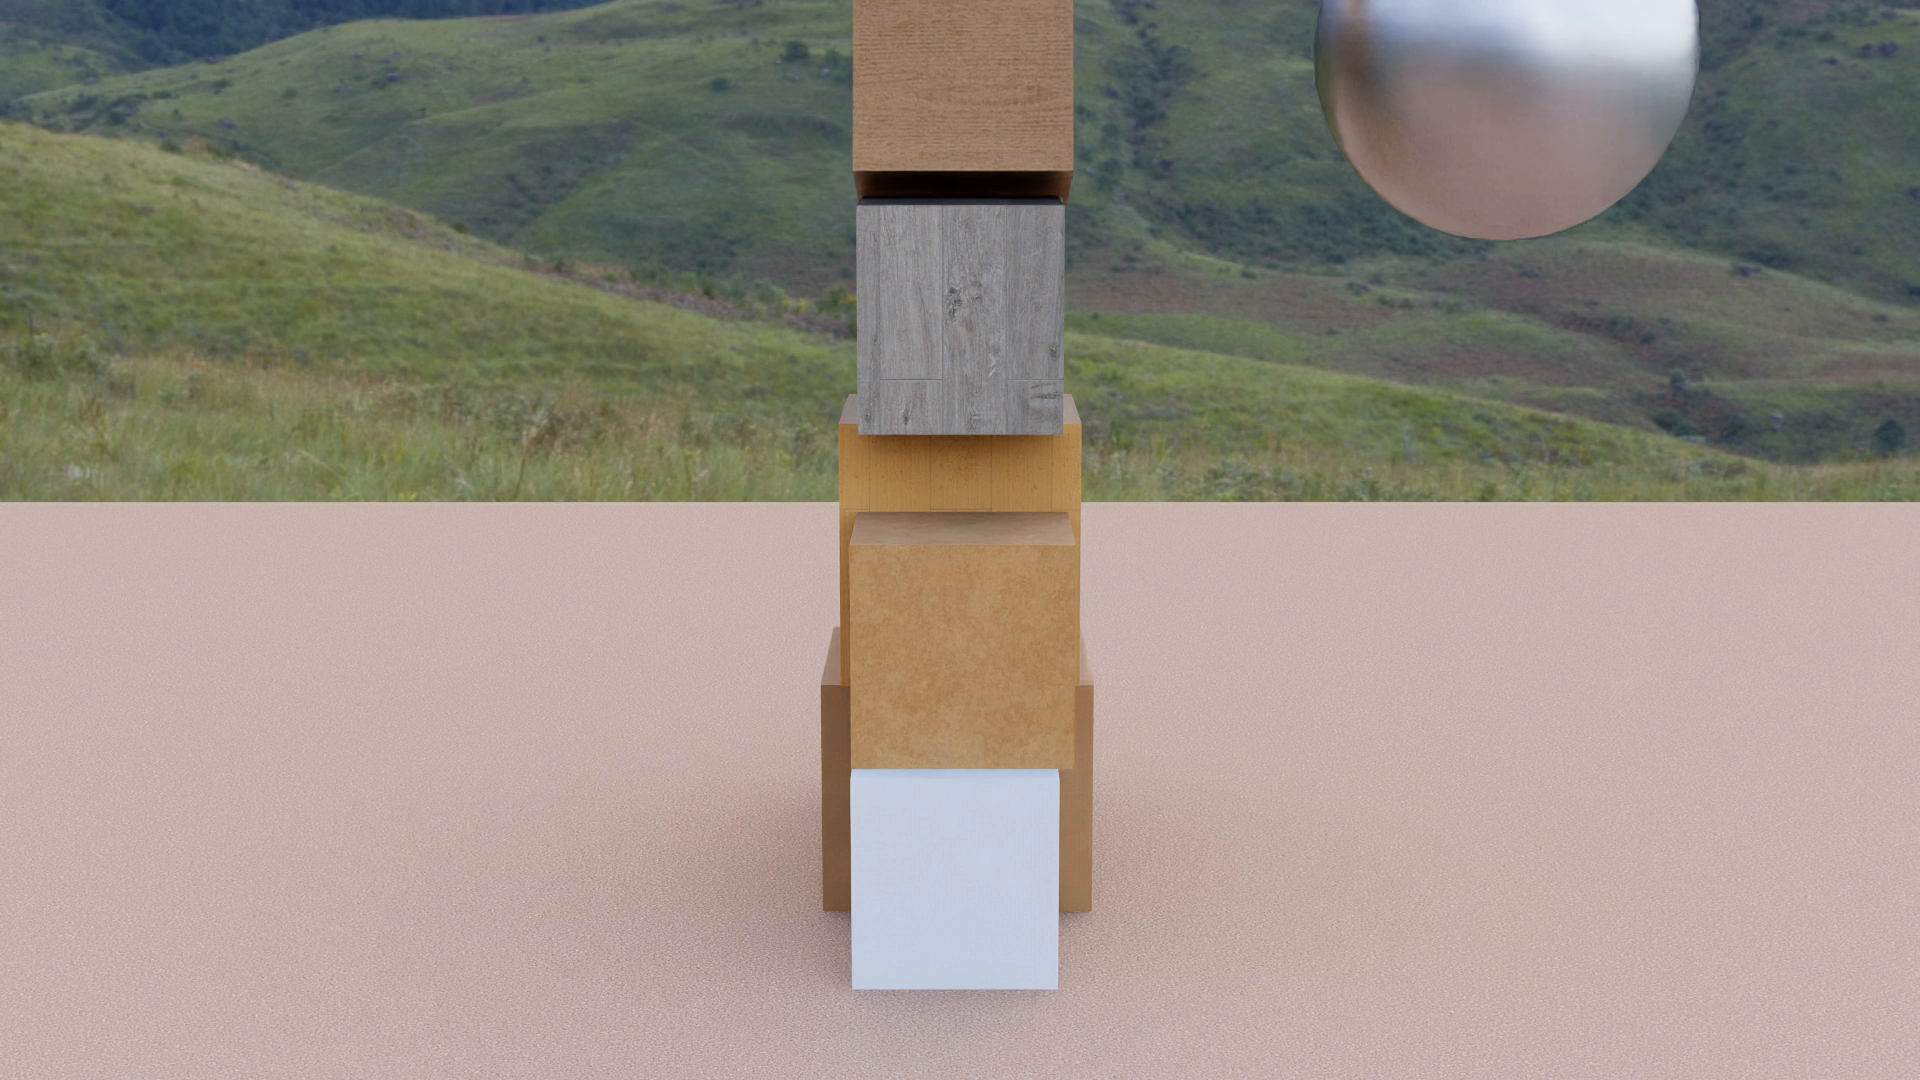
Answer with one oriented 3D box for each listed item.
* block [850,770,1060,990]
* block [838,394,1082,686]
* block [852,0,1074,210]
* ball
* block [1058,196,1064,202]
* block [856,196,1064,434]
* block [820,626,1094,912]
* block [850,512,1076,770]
[{"bbox_3d":[-0.019,1.248,10.351,0.800,0.840,0.933,0,10,0],"label":"block"},{"bbox_3d":[0.000,-0.022,11.088,0.996,1.103,0.984,0,10,0],"label":"block"},{"bbox_3d":[0.013,-1.973,10.991,0.910,0.967,0.806,0,-4,0],"label":"block"},{"bbox_3d":[2.295,-2.066,10.805,1.600,1.600,1.600,0,10,0],"label":"ball"},{"bbox_3d":[0.009,-1.050,11.517,0.871,0.800,0.961,0,-4,0],"label":"block"},{"bbox_3d":[0.002,-0.938,10.517,0.816,0.904,0.831,0,10,0],"label":"block"},{"bbox_3d":[-0.011,0.988,11.375,1.142,0.987,1.155,0,10,0],"label":"block"},{"bbox_3d":[0.011,0.387,10.265,0.867,0.885,0.761,0,10,0],"label":"block"}]
